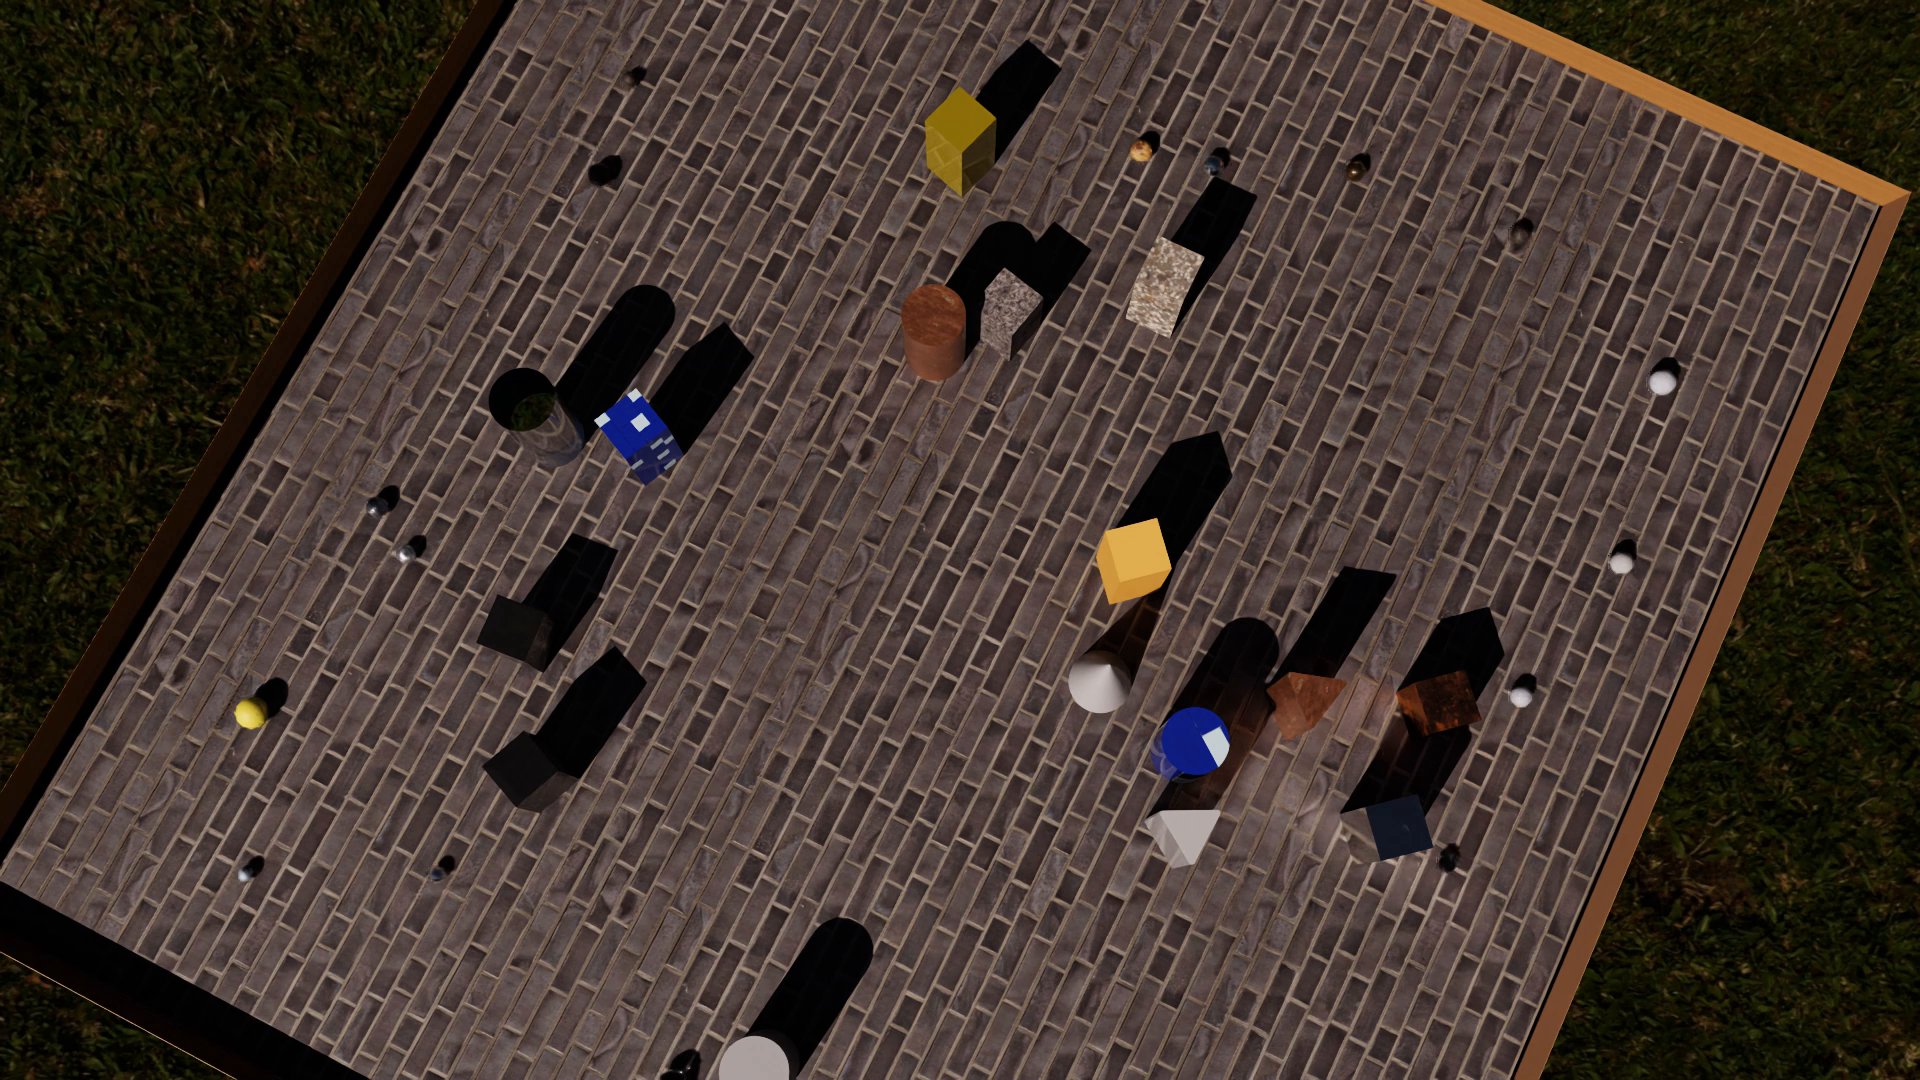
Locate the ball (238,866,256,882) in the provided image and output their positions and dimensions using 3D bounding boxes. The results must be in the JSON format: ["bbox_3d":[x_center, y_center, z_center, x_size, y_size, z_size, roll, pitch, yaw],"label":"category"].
[{"bbox_3d":[-2.098,0.982,5.389,0.047,0.047,0.047,0,78,0],"label":"ball"}]

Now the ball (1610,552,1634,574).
[{"bbox_3d":[2.011,0.069,5.566,0.070,0.070,0.070,0,78,0],"label":"ball"}]

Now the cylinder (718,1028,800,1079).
[{"bbox_3d":[-0.559,1.479,5.140,0.191,0.333,0.191,0,78,0],"label":"cylinder"}]

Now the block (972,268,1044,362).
[{"bbox_3d":[0.144,-0.689,5.625,0.153,0.263,0.153,39,81,7],"label":"block"}]

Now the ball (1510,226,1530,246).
[{"bbox_3d":[1.767,-0.961,5.784,0.061,0.061,0.061,0,78,0],"label":"ball"}]

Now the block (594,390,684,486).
[{"bbox_3d":[-0.960,-0.305,5.510,0.153,0.333,0.153,-39,81,-7],"label":"block"}]

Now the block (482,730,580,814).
[{"bbox_3d":[-1.242,0.676,5.321,0.153,0.304,0.153,-41,81,-8],"label":"block"}]

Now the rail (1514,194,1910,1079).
[{"bbox_3d":[1.912,0.943,5.357,0.045,0.124,4.624,26,80,5],"label":"rail"}]

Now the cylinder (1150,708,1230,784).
[{"bbox_3d":[0.665,0.599,5.325,0.191,0.328,0.191,0,78,0],"label":"cylinder"}]

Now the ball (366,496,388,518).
[{"bbox_3d":[-1.782,-0.101,5.604,0.065,0.065,0.065,0,78,0],"label":"ball"}]

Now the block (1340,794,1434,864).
[{"bbox_3d":[1.220,0.834,5.264,0.153,0.353,0.153,-14,79,-3],"label":"block"}]

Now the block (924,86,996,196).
[{"bbox_3d":[0.002,-1.233,5.694,0.153,0.348,0.153,43,81,8],"label":"block"}]

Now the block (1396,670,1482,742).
[{"bbox_3d":[1.407,0.489,5.395,0.153,0.236,0.153,-15,79,-3],"label":"block"}]

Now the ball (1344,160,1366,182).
[{"bbox_3d":[1.257,-1.173,5.826,0.066,0.066,0.066,0,78,0],"label":"ball"}]

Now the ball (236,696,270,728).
[{"bbox_3d":[-2.109,0.514,5.461,0.096,0.096,0.096,0,78,0],"label":"ball"}]

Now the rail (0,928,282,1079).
[{"bbox_3d":[-1.023,2.011,5.136,4.322,0.124,0.045,26,80,5],"label":"rail"}]

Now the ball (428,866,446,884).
[{"bbox_3d":[-1.537,0.984,5.388,0.049,0.049,0.049,0,78,0],"label":"ball"}]

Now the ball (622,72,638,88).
[{"bbox_3d":[-1.062,-1.482,5.897,0.051,0.051,0.051,0,78,0],"label":"ball"}]

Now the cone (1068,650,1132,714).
[{"bbox_3d":[0.423,0.389,5.342,0.191,0.380,0.191,0,78,0],"label":"cone"}]

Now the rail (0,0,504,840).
[{"bbox_3d":[-1.912,-0.929,5.744,0.045,0.124,4.624,26,80,5],"label":"rail"}]

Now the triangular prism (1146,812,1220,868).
[{"bbox_3d":[0.652,0.823,5.228,0.144,0.426,0.166,-30,80,-6],"label":"triangular prism"}]

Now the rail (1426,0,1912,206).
[{"bbox_3d":[1.023,-1.998,5.965,4.322,0.124,0.045,26,80,5],"label":"rail"}]

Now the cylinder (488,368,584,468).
[{"bbox_3d":[-1.259,-0.360,5.474,0.191,0.425,0.191,0,78,0],"label":"cylinder"}]

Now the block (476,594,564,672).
[{"bbox_3d":[-1.301,0.280,5.432,0.153,0.248,0.153,21,79,4],"label":"block"}]

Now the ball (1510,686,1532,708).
[{"bbox_3d":[1.680,0.469,5.487,0.065,0.065,0.065,0,78,0],"label":"ball"}]

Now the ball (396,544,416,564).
[{"bbox_3d":[-1.686,0.044,5.578,0.058,0.058,0.058,0,78,0],"label":"ball"}]

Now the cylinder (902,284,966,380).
[{"bbox_3d":[-0.078,-0.626,5.564,0.191,0.356,0.191,0,78,0],"label":"cylinder"}]

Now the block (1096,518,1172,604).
[{"bbox_3d":[0.509,0.067,5.408,0.153,0.380,0.153,-14,79,-3],"label":"block"}]

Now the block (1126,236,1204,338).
[{"bbox_3d":[0.623,-0.768,5.594,0.153,0.356,0.153,26,79,5],"label":"block"}]

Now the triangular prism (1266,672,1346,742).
[{"bbox_3d":[0.975,0.456,5.319,0.144,0.397,0.166,38,81,7],"label":"triangular prism"}]

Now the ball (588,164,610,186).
[{"bbox_3d":[-1.146,-1.159,5.819,0.074,0.074,0.074,0,78,0],"label":"ball"}]

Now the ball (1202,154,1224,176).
[{"bbox_3d":[0.805,-1.191,5.828,0.068,0.068,0.068,0,78,0],"label":"ball"}]

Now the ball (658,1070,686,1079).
[{"bbox_3d":[-0.825,1.564,5.250,0.085,0.085,0.085,0,78,0],"label":"ball"}]

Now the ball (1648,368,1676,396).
[{"bbox_3d":[2.177,-0.489,5.676,0.081,0.081,0.081,0,78,0],"label":"ball"}]

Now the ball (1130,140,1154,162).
[{"bbox_3d":[0.579,-1.239,5.836,0.072,0.072,0.072,0,78,0],"label":"ball"}]

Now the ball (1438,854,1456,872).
[{"bbox_3d":[1.434,0.952,5.392,0.053,0.053,0.053,0,78,0],"label":"ball"}]
